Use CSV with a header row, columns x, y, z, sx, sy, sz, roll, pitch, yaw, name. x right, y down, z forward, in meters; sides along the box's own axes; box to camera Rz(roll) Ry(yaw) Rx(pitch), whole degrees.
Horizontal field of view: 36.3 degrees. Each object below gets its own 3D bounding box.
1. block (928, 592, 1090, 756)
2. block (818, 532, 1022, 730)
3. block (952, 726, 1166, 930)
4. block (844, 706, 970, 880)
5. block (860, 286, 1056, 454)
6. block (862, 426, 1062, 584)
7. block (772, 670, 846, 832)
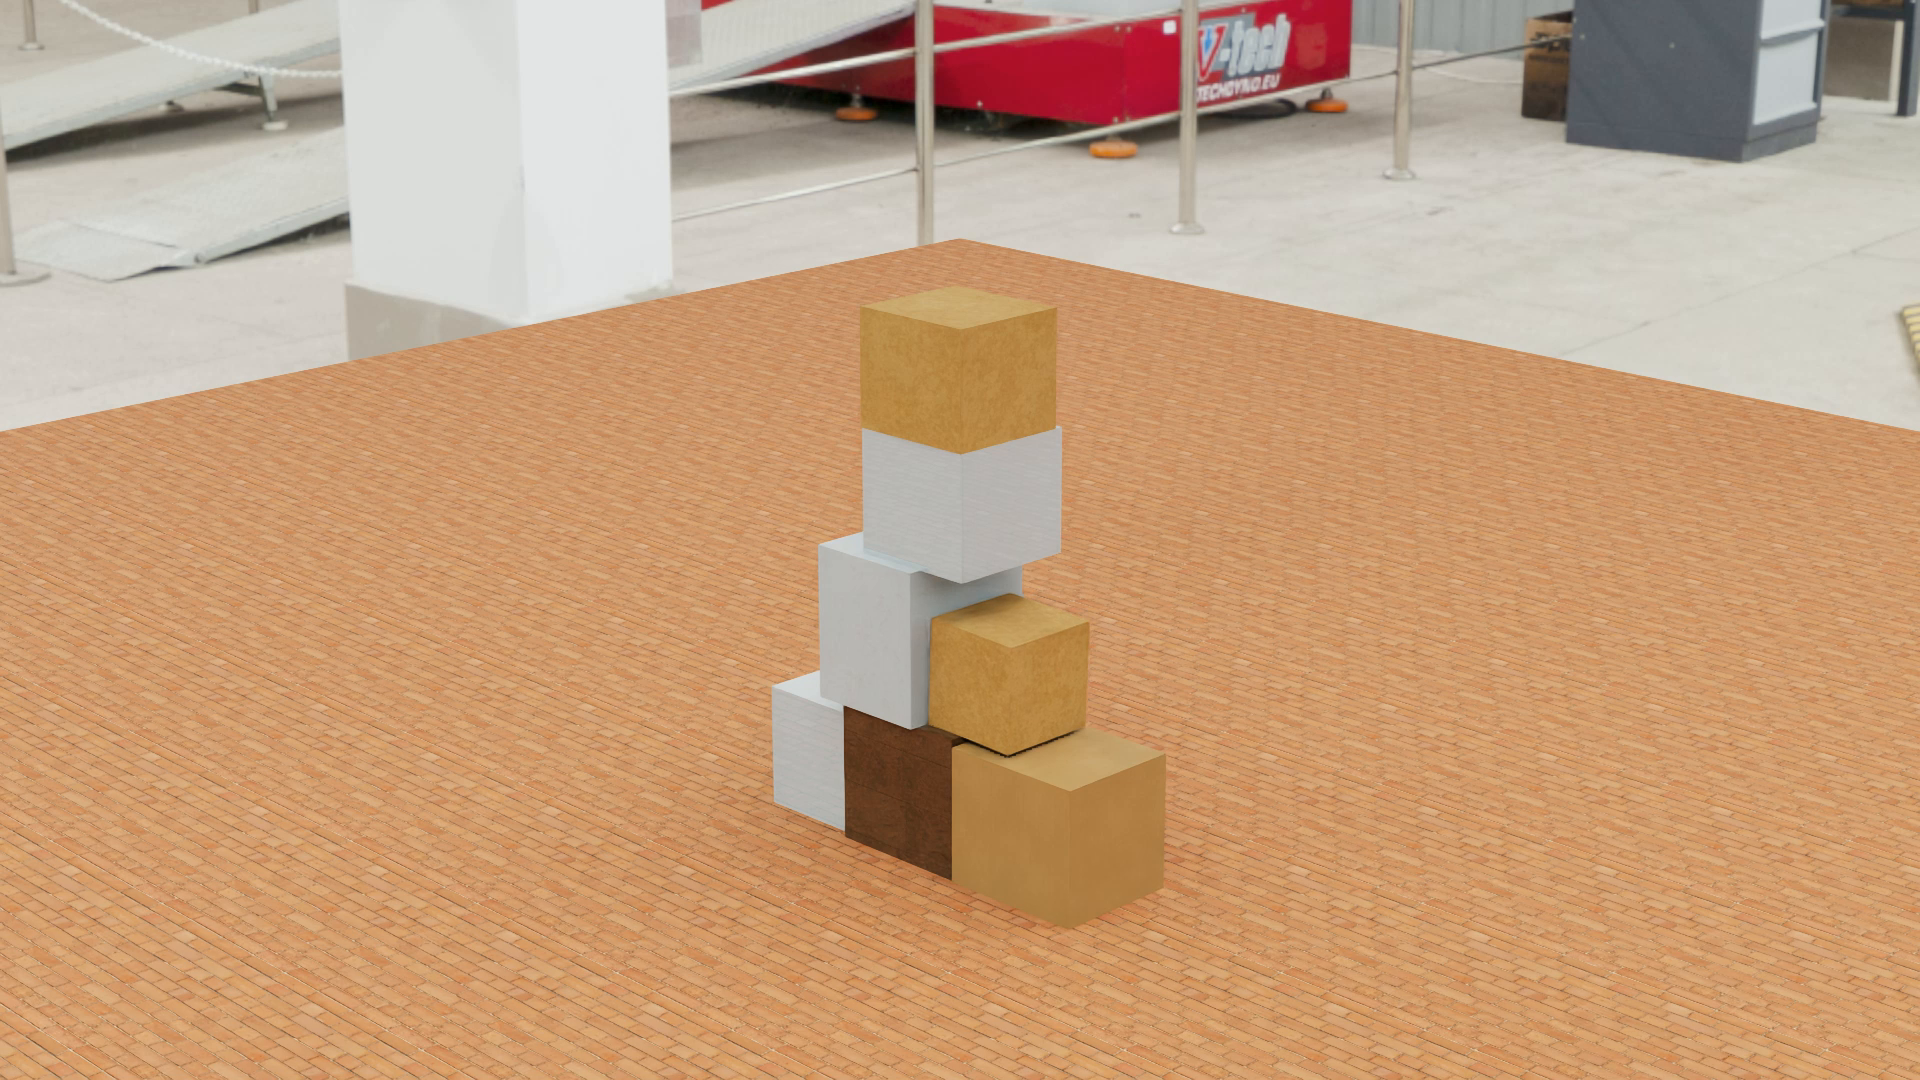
x,y,z,sx,sy,sz,roll,pitch,yaw,name
0.222,0.600,13.290,0.511,0.512,0.501,-17,26,-42,block
-0.182,0.364,13.644,0.727,0.746,0.609,-17,24,-42,block
0.443,1.257,13.250,0.632,0.656,0.727,-17,24,-42,block
-0.071,1.086,13.739,0.622,0.689,0.713,-17,24,-42,block
-0.008,-0.769,13.092,0.602,0.558,0.635,-17,24,-42,block
0.010,-0.225,13.281,0.639,0.594,0.634,-17,24,-42,block
-0.515,0.989,14.195,0.559,0.602,0.550,-17,24,-42,block
